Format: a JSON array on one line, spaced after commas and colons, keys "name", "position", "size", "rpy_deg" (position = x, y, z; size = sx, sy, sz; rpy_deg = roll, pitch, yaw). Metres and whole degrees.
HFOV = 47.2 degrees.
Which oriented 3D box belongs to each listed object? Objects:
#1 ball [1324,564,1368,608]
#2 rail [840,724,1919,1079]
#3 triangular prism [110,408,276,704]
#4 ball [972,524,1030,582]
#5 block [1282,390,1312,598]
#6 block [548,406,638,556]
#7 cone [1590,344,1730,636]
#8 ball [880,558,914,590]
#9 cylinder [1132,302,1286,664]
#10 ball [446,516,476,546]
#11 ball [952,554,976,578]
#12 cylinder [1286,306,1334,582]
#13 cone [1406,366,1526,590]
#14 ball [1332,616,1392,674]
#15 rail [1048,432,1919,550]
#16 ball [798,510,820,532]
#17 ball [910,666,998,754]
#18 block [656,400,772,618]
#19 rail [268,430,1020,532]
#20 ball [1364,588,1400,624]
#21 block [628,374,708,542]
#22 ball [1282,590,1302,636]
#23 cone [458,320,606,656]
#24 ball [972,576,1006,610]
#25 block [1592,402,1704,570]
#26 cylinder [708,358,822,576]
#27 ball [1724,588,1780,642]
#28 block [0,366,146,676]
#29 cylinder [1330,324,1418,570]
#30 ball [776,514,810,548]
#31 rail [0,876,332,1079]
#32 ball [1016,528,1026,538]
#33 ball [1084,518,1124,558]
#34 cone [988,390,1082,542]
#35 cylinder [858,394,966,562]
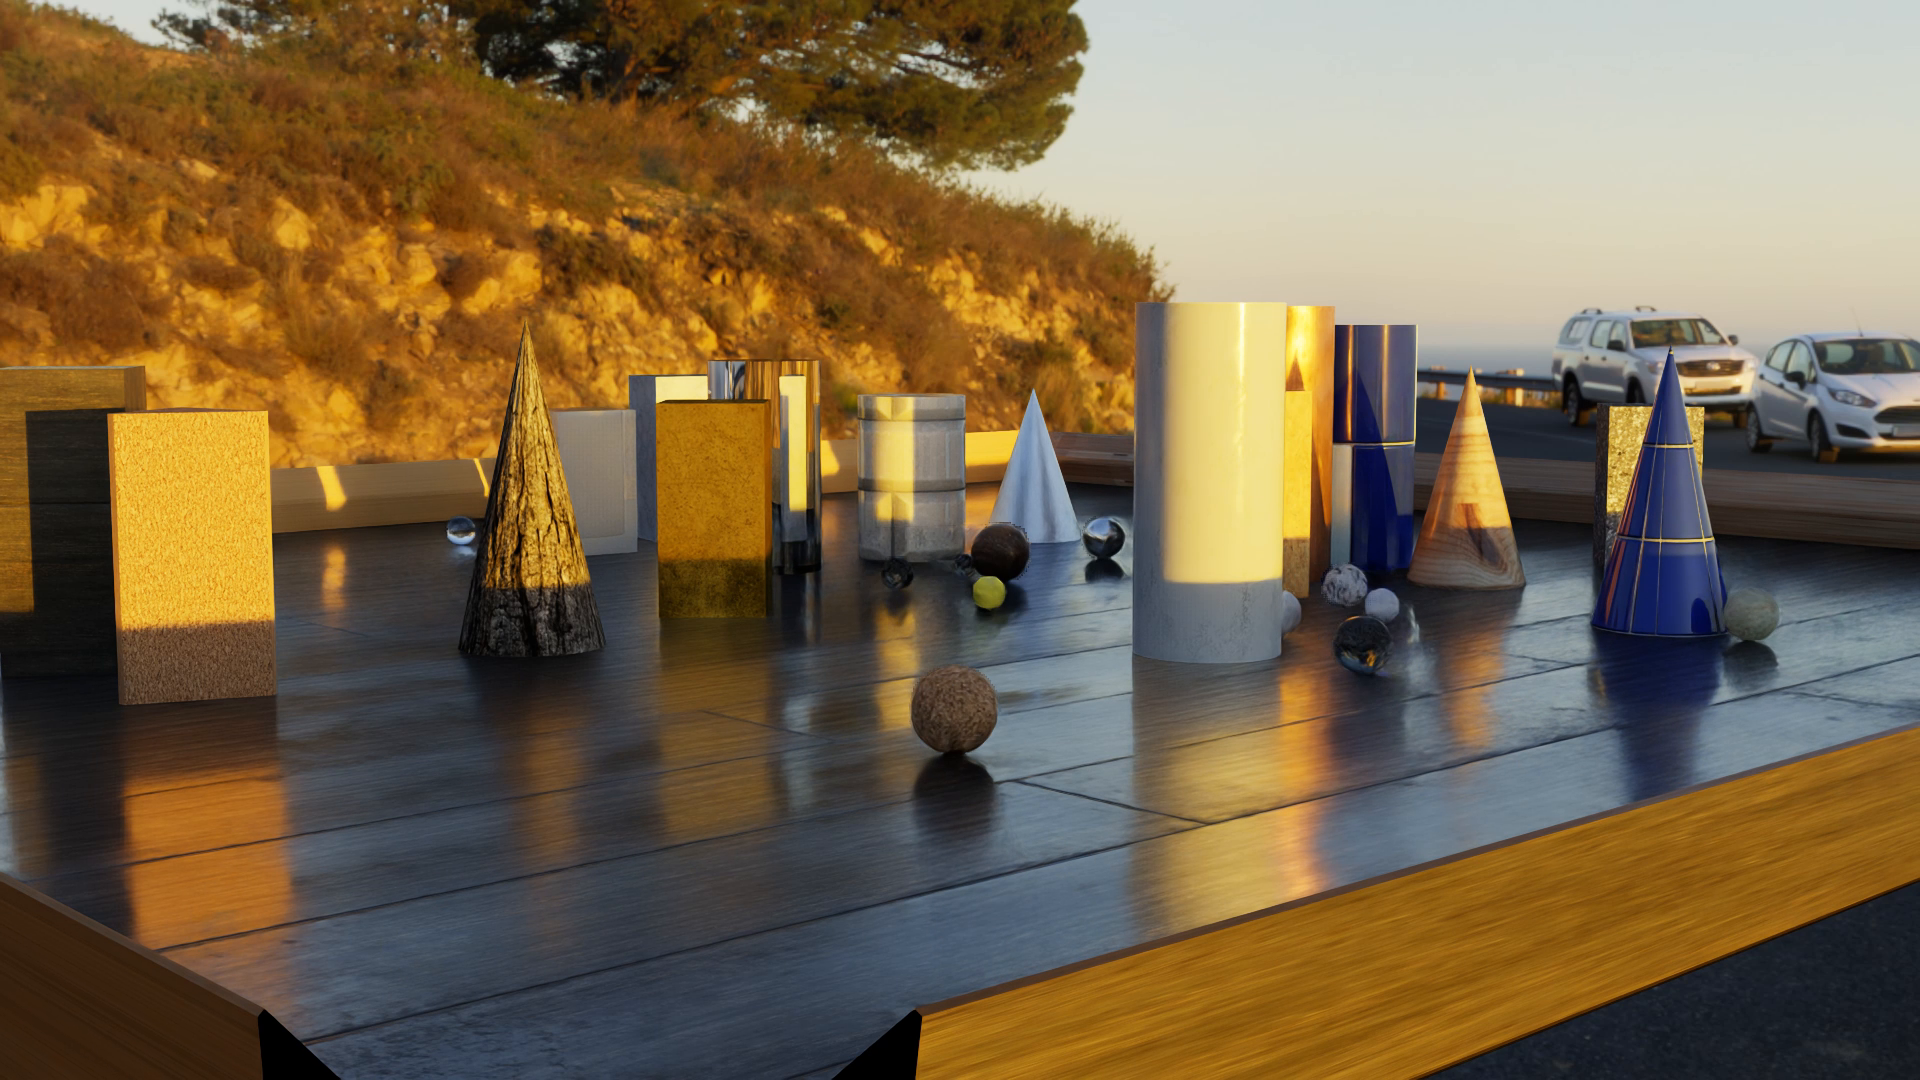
[{"name": "ball", "position": [0.577, 0.068, 3.290], "size": [0.066, 0.066, 0.066], "rpy_deg": [0, 6, 0]}, {"name": "rail", "position": [1.142, 0.162, 2.102], "size": [3.641, 0.126, 0.045], "rpy_deg": [-6, 8, -42]}, {"name": "triangular prism", "position": [-0.899, 0.012, 2.567], "size": [0.168, 0.328, 0.145], "rpy_deg": [-3, 7, -23]}, {"name": "ball", "position": [0.066, 0.021, 3.604], "size": [0.095, 0.095, 0.095], "rpy_deg": [0, 6, 0]}, {"name": "block", "position": [0.437, -0.074, 3.430], "size": [0.155, 0.319, 0.155], "rpy_deg": [-3, 7, -27]}, {"name": "block", "position": [-0.702, -0.110, 4.053], "size": [0.155, 0.262, 0.155], "rpy_deg": [-4, 7, -36]}, {"name": "cone", "position": [0.987, -0.076, 3.074], "size": [0.194, 0.397, 0.194], "rpy_deg": [0, 6, 0]}, {"name": "ball", "position": [-0.100, 0.054, 3.498], "size": [0.052, 0.052, 0.052], "rpy_deg": [0, 6, 0]}, {"name": "cylinder", "position": [0.322, -0.080, 2.847], "size": [0.194, 0.453, 0.194], "rpy_deg": [0, 6, 0]}, {"name": "ball", "position": [-0.943, -0.017, 4.158], "size": [0.055, 0.055, 0.055], "rpy_deg": [0, 6, 0]}, {"name": "ball", "position": [0.007, 0.043, 3.652], "size": [0.041, 0.041, 0.041], "rpy_deg": [0, 6, 0]}, {"name": "cylinder", "position": [0.521, -0.163, 3.655], "size": [0.194, 0.449, 0.194], "rpy_deg": [0, 6, 0]}, {"name": "cone", "position": [0.826, -0.107, 3.576], "size": [0.194, 0.355, 0.194], "rpy_deg": [0, 6, 0]}, {"name": "ball", "position": [0.492, 0.128, 2.689], "size": [0.072, 0.072, 0.072], "rpy_deg": [0, 6, 0]}, {"name": "rail", "position": [1.321, -0.094, 4.544], "size": [0.045, 0.126, 3.414], "rpy_deg": [-6, 8, -42]}, {"name": "ball", "position": [-0.302, -0.037, 4.385], "size": [0.047, 0.047, 0.047], "rpy_deg": [0, 6, 0]}, {"name": "ball", "position": [-0.006, 0.171, 2.205], "size": [0.088, 0.088, 0.088], "rpy_deg": [0, 6, 0]}, {"name": "block", "position": [-0.361, -0.050, 3.249], "size": [0.155, 0.310, 0.155], "rpy_deg": [0, 6, -1]}, {"name": "rail", "position": [-1.142, -0.096, 4.562], "size": [3.641, 0.126, 0.045], "rpy_deg": [-6, 8, -42]}, {"name": "ball", "position": [0.600, 0.094, 3.126], "size": [0.050, 0.050, 0.050], "rpy_deg": [0, 6, 0]}, {"name": "block", "position": [-0.545, -0.163, 4.294], "size": [0.155, 0.316, 0.155], "rpy_deg": [-3, 7, -28]}, {"name": "ball", "position": [0.435, 0.099, 3.004], "size": [0.064, 0.064, 0.064], "rpy_deg": [0, 6, 0]}, {"name": "cone", "position": [-0.568, -0.076, 2.900], "size": [0.194, 0.434, 0.194], "rpy_deg": [0, 6, 0]}, {"name": "ball", "position": [0.043, 0.078, 3.272], "size": [0.051, 0.051, 0.051], "rpy_deg": [0, 6, 0]}, {"name": "block", "position": [1.196, -0.095, 3.829], "size": [0.155, 0.279, 0.155], "rpy_deg": [1, 6, 8]}, {"name": "cylinder", "position": [-0.334, -0.128, 3.767], "size": [0.194, 0.358, 0.194], "rpy_deg": [0, 6, 0]}, {"name": "ball", "position": [1.065, 0.100, 2.959], "size": [0.072, 0.072, 0.072], "rpy_deg": [0, 6, 0]}, {"name": "block", "position": [-1.103, -0.028, 2.742], "size": [0.155, 0.373, 0.155], "rpy_deg": [-1, 6, -11]}, {"name": "cylinder", "position": [0.696, -0.166, 3.839], "size": [0.194, 0.418, 0.194], "rpy_deg": [0, 6, 0]}, {"name": "ball", "position": [-0.313, -0.017, 4.110], "size": [0.064, 0.064, 0.064], "rpy_deg": [0, 6, 0]}, {"name": "rail", "position": [-1.321, 0.160, 2.120], "size": [0.045, 0.126, 3.414], "rpy_deg": [-6, 8, -42]}, {"name": "ball", "position": [0.102, -0.002, 4.086], "size": [0.040, 0.040, 0.040], "rpy_deg": [0, 6, 0]}, {"name": "ball", "position": [0.258, -0.004, 3.935], "size": [0.075, 0.075, 0.075], "rpy_deg": [0, 6, 0]}, {"name": "cone", "position": [0.143, -0.150, 4.286], "size": [0.194, 0.293, 0.194], "rpy_deg": [0, 6, 0]}, {"name": "cylinder", "position": [-0.087, -0.115, 3.958], "size": [0.194, 0.291, 0.194], "rpy_deg": [0, 6, 0]}]
